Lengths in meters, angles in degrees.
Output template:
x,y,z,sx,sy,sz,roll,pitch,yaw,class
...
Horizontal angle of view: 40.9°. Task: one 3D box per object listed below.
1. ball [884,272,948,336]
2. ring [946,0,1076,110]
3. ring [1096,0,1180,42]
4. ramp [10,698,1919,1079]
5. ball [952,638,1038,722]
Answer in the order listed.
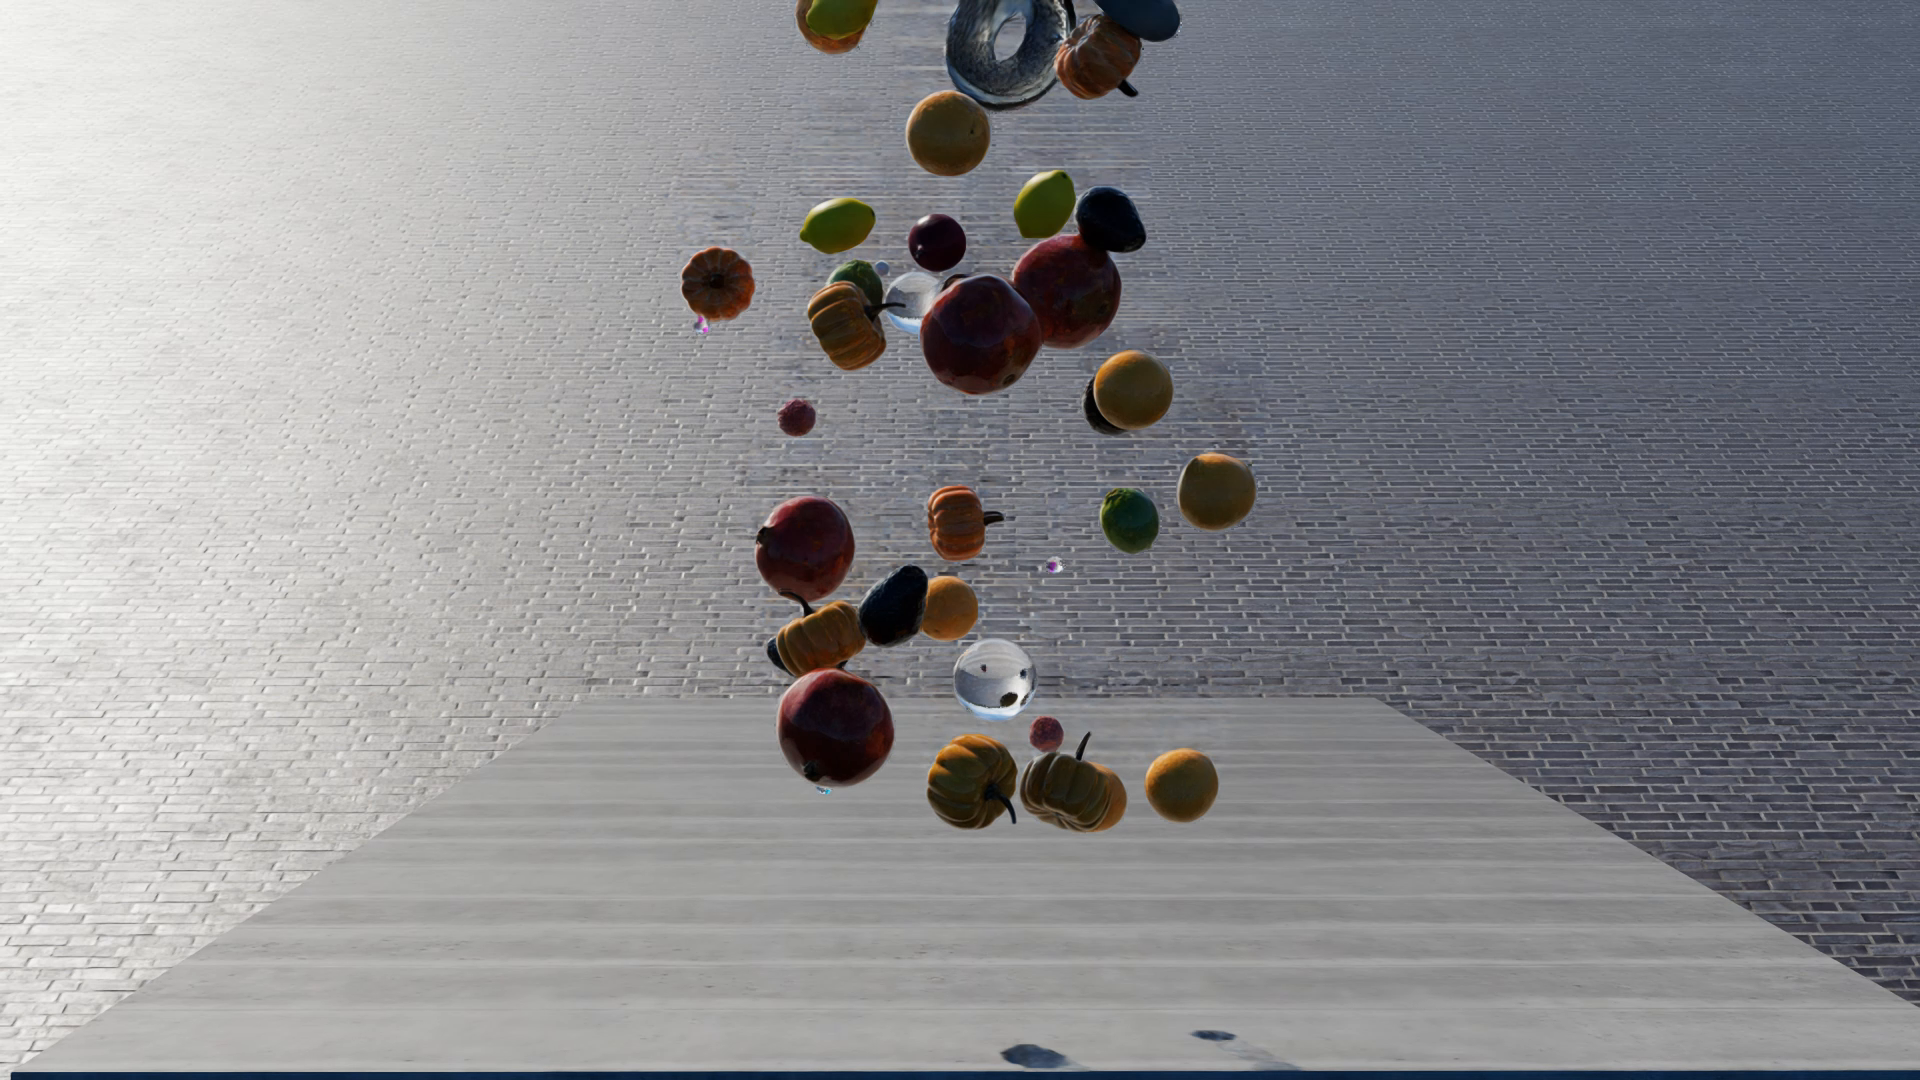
x,y,z,sx,sy,sz,roll,pitch,yaw,class
-0.045,-0.247,2.693,0.066,0.066,0.066,0,25,0,ball
0.049,-0.490,2.516,0.147,0.147,0.049,21,4,38,ring
0.147,-0.465,2.212,0.097,0.032,0.097,32,27,-18,ring
0.057,0.514,4.555,2.000,0.100,4.000,0,2,0,ramp
0.035,0.139,2.557,0.084,0.084,0.084,0,25,0,ball
